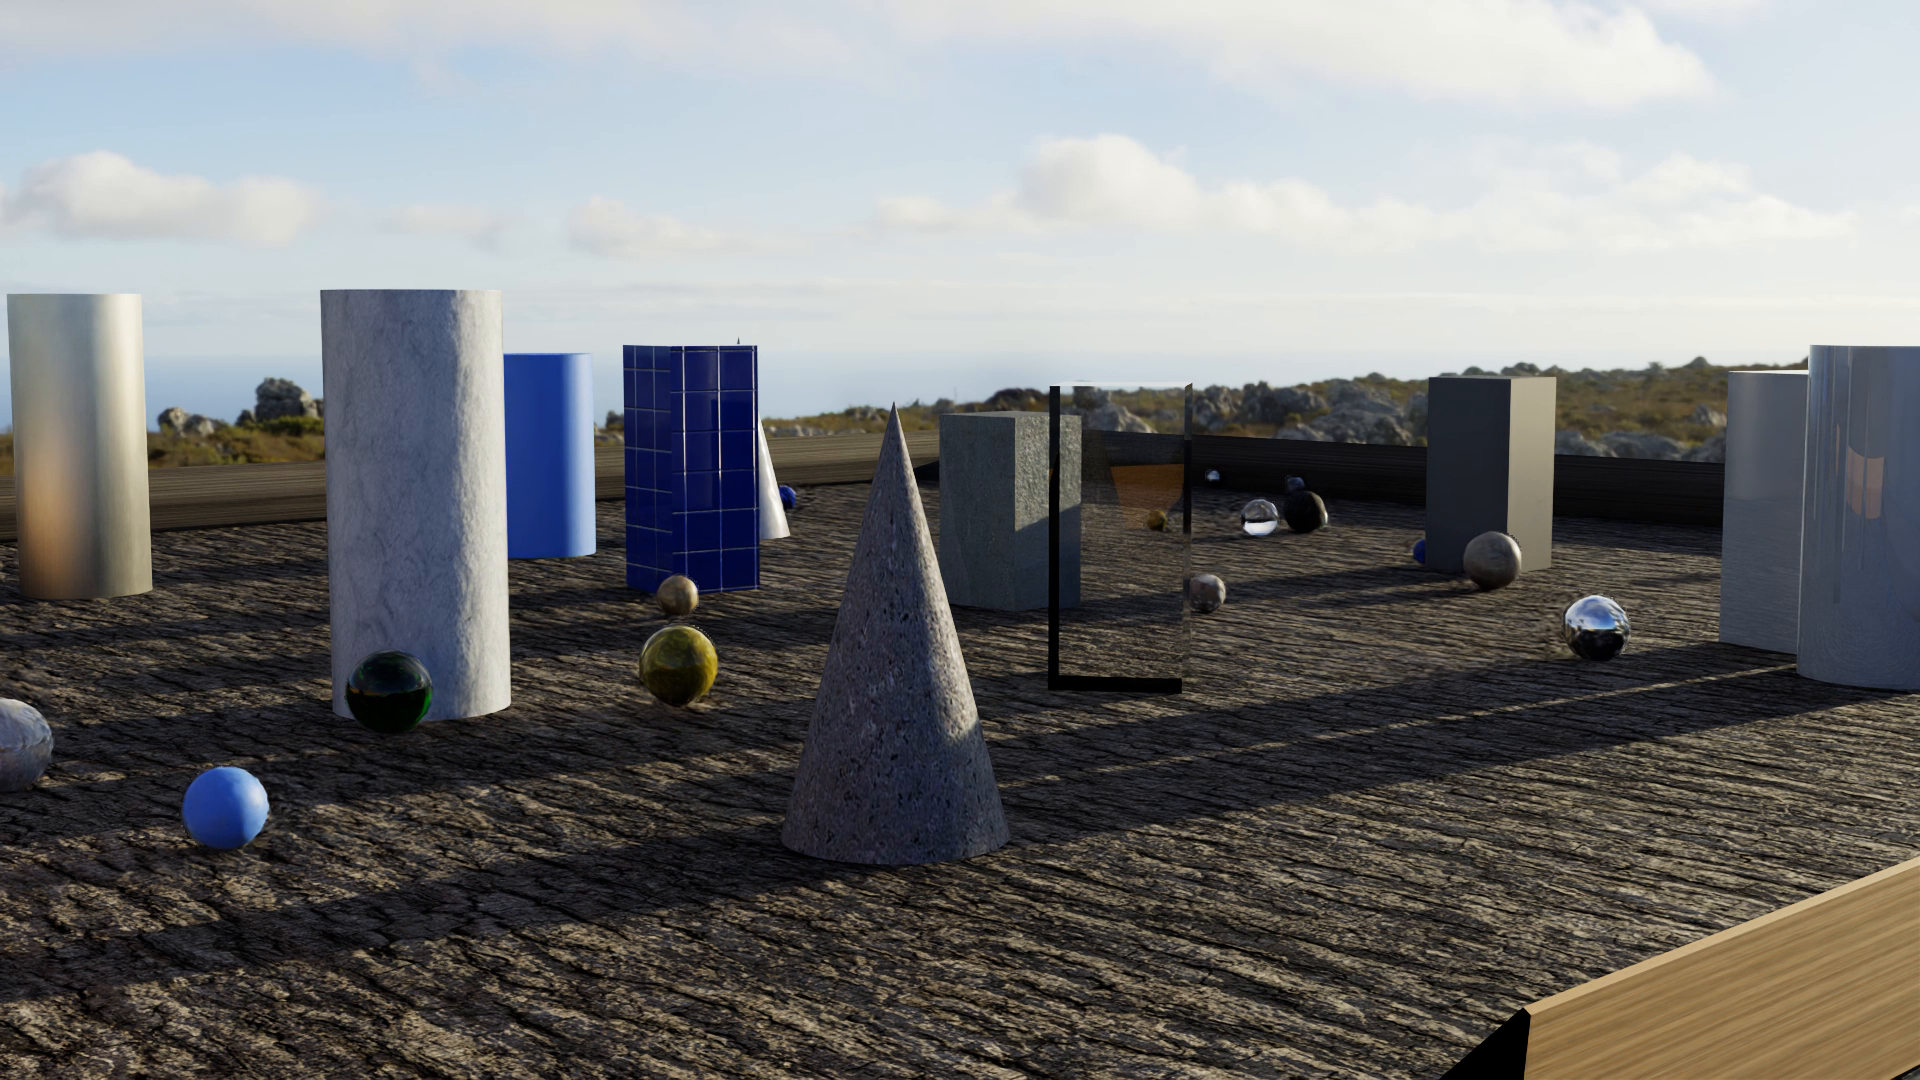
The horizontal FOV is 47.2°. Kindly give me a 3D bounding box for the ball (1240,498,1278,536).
[{"bbox_3d":[0.589,-0.043,4.323,0.075,0.075,0.075,0,6,0],"label":"ball"}]

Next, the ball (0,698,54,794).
[{"bbox_3d":[-0.886,0.190,2.033,0.087,0.087,0.087,0,6,0],"label":"ball"}]

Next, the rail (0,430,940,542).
[{"bbox_3d":[-1.269,-0.110,4.699,3.986,0.127,0.045,-5,8,-42],"label":"rail"}]

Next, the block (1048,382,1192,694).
[{"bbox_3d":[0.193,-0.008,2.630,0.156,0.357,0.156,1,6,9],"label":"block"}]

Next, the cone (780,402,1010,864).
[{"bbox_3d":[-0.055,0.067,1.850,0.195,0.370,0.195,0,6,0],"label":"cone"}]

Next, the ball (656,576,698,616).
[{"bbox_3d":[-0.411,0.081,3.203,0.060,0.060,0.060,0,6,0],"label":"ball"}]

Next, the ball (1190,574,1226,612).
[{"bbox_3d":[0.365,0.078,3.251,0.056,0.056,0.056,0,6,0],"label":"ball"}]

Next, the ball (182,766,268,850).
[{"bbox_3d":[-0.608,0.222,1.821,0.068,0.068,0.068,0,6,0],"label":"ball"}]

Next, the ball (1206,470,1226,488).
[{"bbox_3d":[0.639,-0.151,5.489,0.047,0.047,0.047,0,6,0],"label":"ball"}]

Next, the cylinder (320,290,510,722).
[{"bbox_3d":[-0.606,-0.045,2.456,0.195,0.466,0.195,0,6,0],"label":"cylinder"}]

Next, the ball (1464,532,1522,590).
[{"bbox_3d":[0.851,0.033,3.515,0.092,0.092,0.092,0,6,0],"label":"ball"}]

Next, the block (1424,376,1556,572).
[{"bbox_3d":[0.914,-0.116,3.792,0.156,0.329,0.156,5,8,42],"label":"block"}]

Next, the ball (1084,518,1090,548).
[{"bbox_3d":[0.203,-0.013,4.039,0.074,0.074,0.074,0,6,0],"label":"ball"}]

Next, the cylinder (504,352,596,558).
[{"bbox_3d":[-0.769,-0.158,4.027,0.195,0.364,0.195,0,6,0],"label":"cylinder"}]

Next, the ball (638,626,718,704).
[{"bbox_3d":[-0.319,0.141,2.489,0.089,0.089,0.089,0,6,0],"label":"ball"}]

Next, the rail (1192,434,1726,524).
[{"bbox_3d":[1.447,-0.106,4.660,0.045,0.127,3.789,-5,8,-42],"label":"rail"}]

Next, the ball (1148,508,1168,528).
[{"bbox_3d":[0.403,-0.044,4.483,0.043,0.043,0.043,0,6,0],"label":"ball"}]

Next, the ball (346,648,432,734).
[{"bbox_3d":[-0.602,0.159,2.319,0.089,0.089,0.089,0,6,0],"label":"ball"}]

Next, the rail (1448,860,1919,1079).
[{"bbox_3d":[1.269,0.176,1.964,3.986,0.127,0.045,-5,8,-42],"label":"rail"}]

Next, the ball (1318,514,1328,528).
[{"bbox_3d":[0.727,-0.045,4.480,0.045,0.045,0.045,0,6,0],"label":"ball"}]

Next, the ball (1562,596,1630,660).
[{"bbox_3d":[0.809,0.112,2.798,0.083,0.083,0.083,0,6,0],"label":"ball"}]

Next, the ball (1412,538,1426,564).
[{"bbox_3d":[0.816,0.020,3.850,0.047,0.047,0.047,0,6,0],"label":"ball"}]

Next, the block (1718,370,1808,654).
[{"bbox_3d":[1.129,-0.041,2.913,0.156,0.363,0.156,-3,7,-28],"label":"block"}]

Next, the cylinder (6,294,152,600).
[{"bbox_3d":[-1.385,-0.152,3.464,0.195,0.469,0.195,0,6,0],"label":"cylinder"}]

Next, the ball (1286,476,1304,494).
[{"bbox_3d":[0.811,-0.132,5.318,0.044,0.044,0.044,0,6,0],"label":"ball"}]

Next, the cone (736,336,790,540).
[{"bbox_3d":[-0.435,-0.206,4.340,0.195,0.395,0.195,0,6,0],"label":"cone"}]

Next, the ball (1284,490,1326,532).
[{"bbox_3d":[0.691,-0.057,4.411,0.084,0.084,0.084,0,6,0],"label":"ball"}]

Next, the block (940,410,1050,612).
[{"bbox_3d":[0.079,-0.048,3.349,0.156,0.287,0.156,6,8,44],"label":"block"}]

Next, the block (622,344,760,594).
[{"bbox_3d":[-0.429,-0.117,3.515,0.156,0.389,0.156,-4,7,-36],"label":"block"}]

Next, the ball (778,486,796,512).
[{"bbox_3d":[-0.391,-0.092,4.875,0.057,0.057,0.057,0,6,0],"label":"ball"}]

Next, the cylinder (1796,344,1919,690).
[{"bbox_3d":[1.125,-0.035,2.664,0.195,0.402,0.195,0,6,0],"label":"cylinder"}]
